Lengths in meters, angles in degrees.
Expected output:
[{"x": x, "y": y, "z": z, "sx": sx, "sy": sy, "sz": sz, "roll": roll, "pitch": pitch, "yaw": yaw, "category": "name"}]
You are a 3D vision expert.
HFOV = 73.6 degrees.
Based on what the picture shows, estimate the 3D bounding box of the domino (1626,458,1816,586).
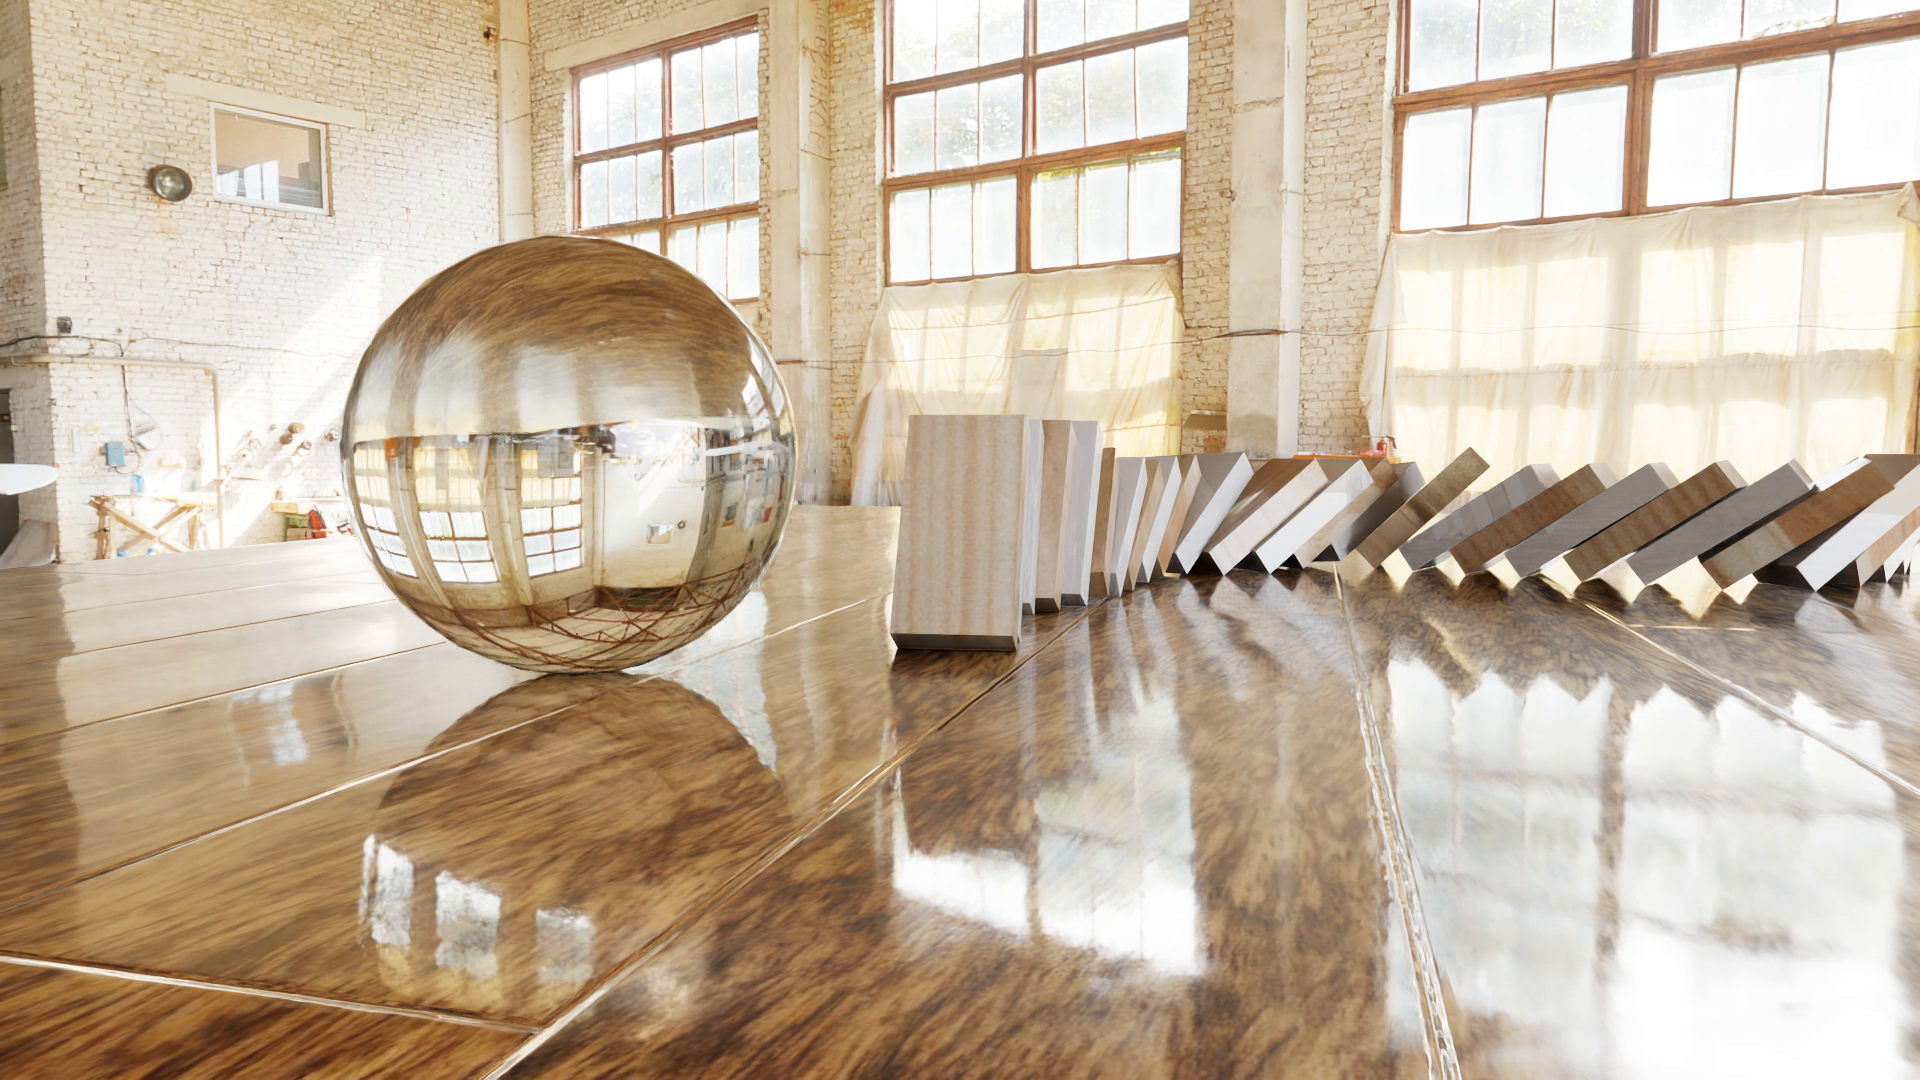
[{"x": 0.225, "y": -0.005, "z": 0.381, "sx": 0.050, "sy": 0.009, "sz": 0.025, "roll": -41, "pitch": -18, "yaw": 33, "category": "domino"}]

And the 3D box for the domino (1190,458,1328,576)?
[{"x": 0.097, "y": -0.009, "z": 0.432, "sx": 0.050, "sy": 0.009, "sz": 0.025, "roll": -39, "pitch": 16, "yaw": -14, "category": "domino"}]

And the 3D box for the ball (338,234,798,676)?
[{"x": -0.070, "y": -0.015, "z": 0.236, "sx": 0.080, "sy": 0.080, "sz": 0.080, "roll": 0, "pitch": 4, "yaw": 0, "category": "ball"}]

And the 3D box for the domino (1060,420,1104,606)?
[{"x": 0.023, "y": -0.008, "z": 0.344, "sx": 0.025, "sy": 0.050, "sz": 0.010, "roll": 1, "pitch": -23, "yaw": 16, "category": "domino"}]

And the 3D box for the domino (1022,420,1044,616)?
[{"x": 0.007, "y": -0.006, "z": 0.324, "sx": 0.025, "sy": 0.050, "sz": 0.009, "roll": 1, "pitch": -23, "yaw": 9, "category": "domino"}]

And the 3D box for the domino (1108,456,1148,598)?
[{"x": 0.038, "y": -0.005, "z": 0.374, "sx": 0.025, "sy": 0.010, "sz": 0.050, "roll": 1, "pitch": 43, "yaw": 19, "category": "domino"}]

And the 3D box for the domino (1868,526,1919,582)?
[{"x": 0.294, "y": -0.006, "z": 0.413, "sx": 0.050, "sy": 0.010, "sz": 0.025, "roll": -38, "pitch": 26, "yaw": -25, "category": "domino"}]

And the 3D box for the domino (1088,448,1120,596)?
[{"x": 0.030, "y": -0.005, "z": 0.361, "sx": 0.025, "sy": 0.010, "sz": 0.050, "roll": -3, "pitch": 44, "yaw": 15, "category": "domino"}]

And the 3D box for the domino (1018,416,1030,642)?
[{"x": 0.002, "y": -0.003, "z": 0.282, "sx": 0.025, "sy": 0.050, "sz": 0.010, "roll": 1, "pitch": -23, "yaw": 8, "category": "domino"}]

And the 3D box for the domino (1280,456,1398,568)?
[{"x": 0.126, "y": -0.010, "z": 0.447, "sx": 0.050, "sy": 0.010, "sz": 0.025, "roll": -40, "pitch": 16, "yaw": -16, "category": "domino"}]

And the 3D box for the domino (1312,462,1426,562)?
[{"x": 0.141, "y": -0.010, "z": 0.460, "sx": 0.050, "sy": 0.009, "sz": 0.025, "roll": -37, "pitch": 15, "yaw": -23, "category": "domino"}]

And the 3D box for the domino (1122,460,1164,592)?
[{"x": 0.044, "y": -0.005, "z": 0.389, "sx": 0.025, "sy": 0.009, "sz": 0.050, "roll": 2, "pitch": 41, "yaw": 21, "category": "domino"}]

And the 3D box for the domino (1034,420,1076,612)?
[{"x": 0.015, "y": -0.007, "z": 0.335, "sx": 0.025, "sy": 0.050, "sz": 0.010, "roll": 1, "pitch": -23, "yaw": 15, "category": "domino"}]

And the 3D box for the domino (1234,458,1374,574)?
[{"x": 0.113, "y": -0.009, "z": 0.435, "sx": 0.050, "sy": 0.010, "sz": 0.025, "roll": -39, "pitch": 16, "yaw": -13, "category": "domino"}]

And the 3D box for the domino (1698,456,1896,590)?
[{"x": 0.242, "y": -0.005, "z": 0.374, "sx": 0.050, "sy": 0.010, "sz": 0.025, "roll": -39, "pitch": -11, "yaw": 25, "category": "domino"}]

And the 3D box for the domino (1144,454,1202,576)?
[{"x": 0.060, "y": -0.008, "z": 0.420, "sx": 0.025, "sy": 0.010, "sz": 0.050, "roll": -1, "pitch": 41, "yaw": 29, "category": "domino"}]

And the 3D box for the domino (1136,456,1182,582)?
[{"x": 0.052, "y": -0.007, "z": 0.405, "sx": 0.025, "sy": 0.010, "sz": 0.050, "roll": 0, "pitch": 41, "yaw": 25, "category": "domino"}]

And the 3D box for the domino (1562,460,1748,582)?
[{"x": 0.212, "y": -0.006, "z": 0.392, "sx": 0.050, "sy": 0.009, "sz": 0.025, "roll": -42, "pitch": -20, "yaw": 33, "category": "domino"}]

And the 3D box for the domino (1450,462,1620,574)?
[{"x": 0.186, "y": -0.007, "z": 0.414, "sx": 0.050, "sy": 0.009, "sz": 0.025, "roll": -40, "pitch": -20, "yaw": 33, "category": "domino"}]

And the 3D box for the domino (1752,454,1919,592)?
[{"x": 0.262, "y": -0.006, "z": 0.381, "sx": 0.050, "sy": 0.010, "sz": 0.025, "roll": -40, "pitch": 5, "yaw": 1, "category": "domino"}]

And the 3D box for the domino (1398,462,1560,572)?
[{"x": 0.173, "y": -0.007, "z": 0.425, "sx": 0.050, "sy": 0.010, "sz": 0.025, "roll": -39, "pitch": -20, "yaw": 33, "category": "domino"}]

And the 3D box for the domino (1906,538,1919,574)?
[{"x": 0.319, "y": 0.005, "z": 0.444, "sx": 0.050, "sy": 0.010, "sz": 0.025, "roll": -4, "pitch": 6, "yaw": -43, "category": "domino"}]

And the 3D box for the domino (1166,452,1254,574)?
[{"x": 0.076, "y": -0.010, "z": 0.431, "sx": 0.025, "sy": 0.010, "sz": 0.050, "roll": 2, "pitch": 43, "yaw": 46, "category": "domino"}]

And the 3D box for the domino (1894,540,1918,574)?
[{"x": 0.306, "y": -0.008, "z": 0.429, "sx": 0.025, "sy": 0.010, "sz": 0.050, "roll": 5, "pitch": 38, "yaw": 47, "category": "domino"}]

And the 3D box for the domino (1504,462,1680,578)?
[{"x": 0.199, "y": -0.006, "z": 0.403, "sx": 0.050, "sy": 0.010, "sz": 0.025, "roll": -40, "pitch": -21, "yaw": 33, "category": "domino"}]

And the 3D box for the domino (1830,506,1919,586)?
[{"x": 0.281, "y": -0.006, "z": 0.401, "sx": 0.050, "sy": 0.009, "sz": 0.025, "roll": -35, "pitch": 24, "yaw": -19, "category": "domino"}]

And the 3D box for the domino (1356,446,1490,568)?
[{"x": 0.159, "y": -0.011, "z": 0.441, "sx": 0.050, "sy": 0.010, "sz": 0.025, "roll": -46, "pitch": -13, "yaw": 18, "category": "domino"}]

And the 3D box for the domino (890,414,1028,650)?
[{"x": 0.000, "y": -0.002, "z": 0.271, "sx": 0.025, "sy": 0.050, "sz": 0.009, "roll": 1, "pitch": -23, "yaw": 8, "category": "domino"}]
